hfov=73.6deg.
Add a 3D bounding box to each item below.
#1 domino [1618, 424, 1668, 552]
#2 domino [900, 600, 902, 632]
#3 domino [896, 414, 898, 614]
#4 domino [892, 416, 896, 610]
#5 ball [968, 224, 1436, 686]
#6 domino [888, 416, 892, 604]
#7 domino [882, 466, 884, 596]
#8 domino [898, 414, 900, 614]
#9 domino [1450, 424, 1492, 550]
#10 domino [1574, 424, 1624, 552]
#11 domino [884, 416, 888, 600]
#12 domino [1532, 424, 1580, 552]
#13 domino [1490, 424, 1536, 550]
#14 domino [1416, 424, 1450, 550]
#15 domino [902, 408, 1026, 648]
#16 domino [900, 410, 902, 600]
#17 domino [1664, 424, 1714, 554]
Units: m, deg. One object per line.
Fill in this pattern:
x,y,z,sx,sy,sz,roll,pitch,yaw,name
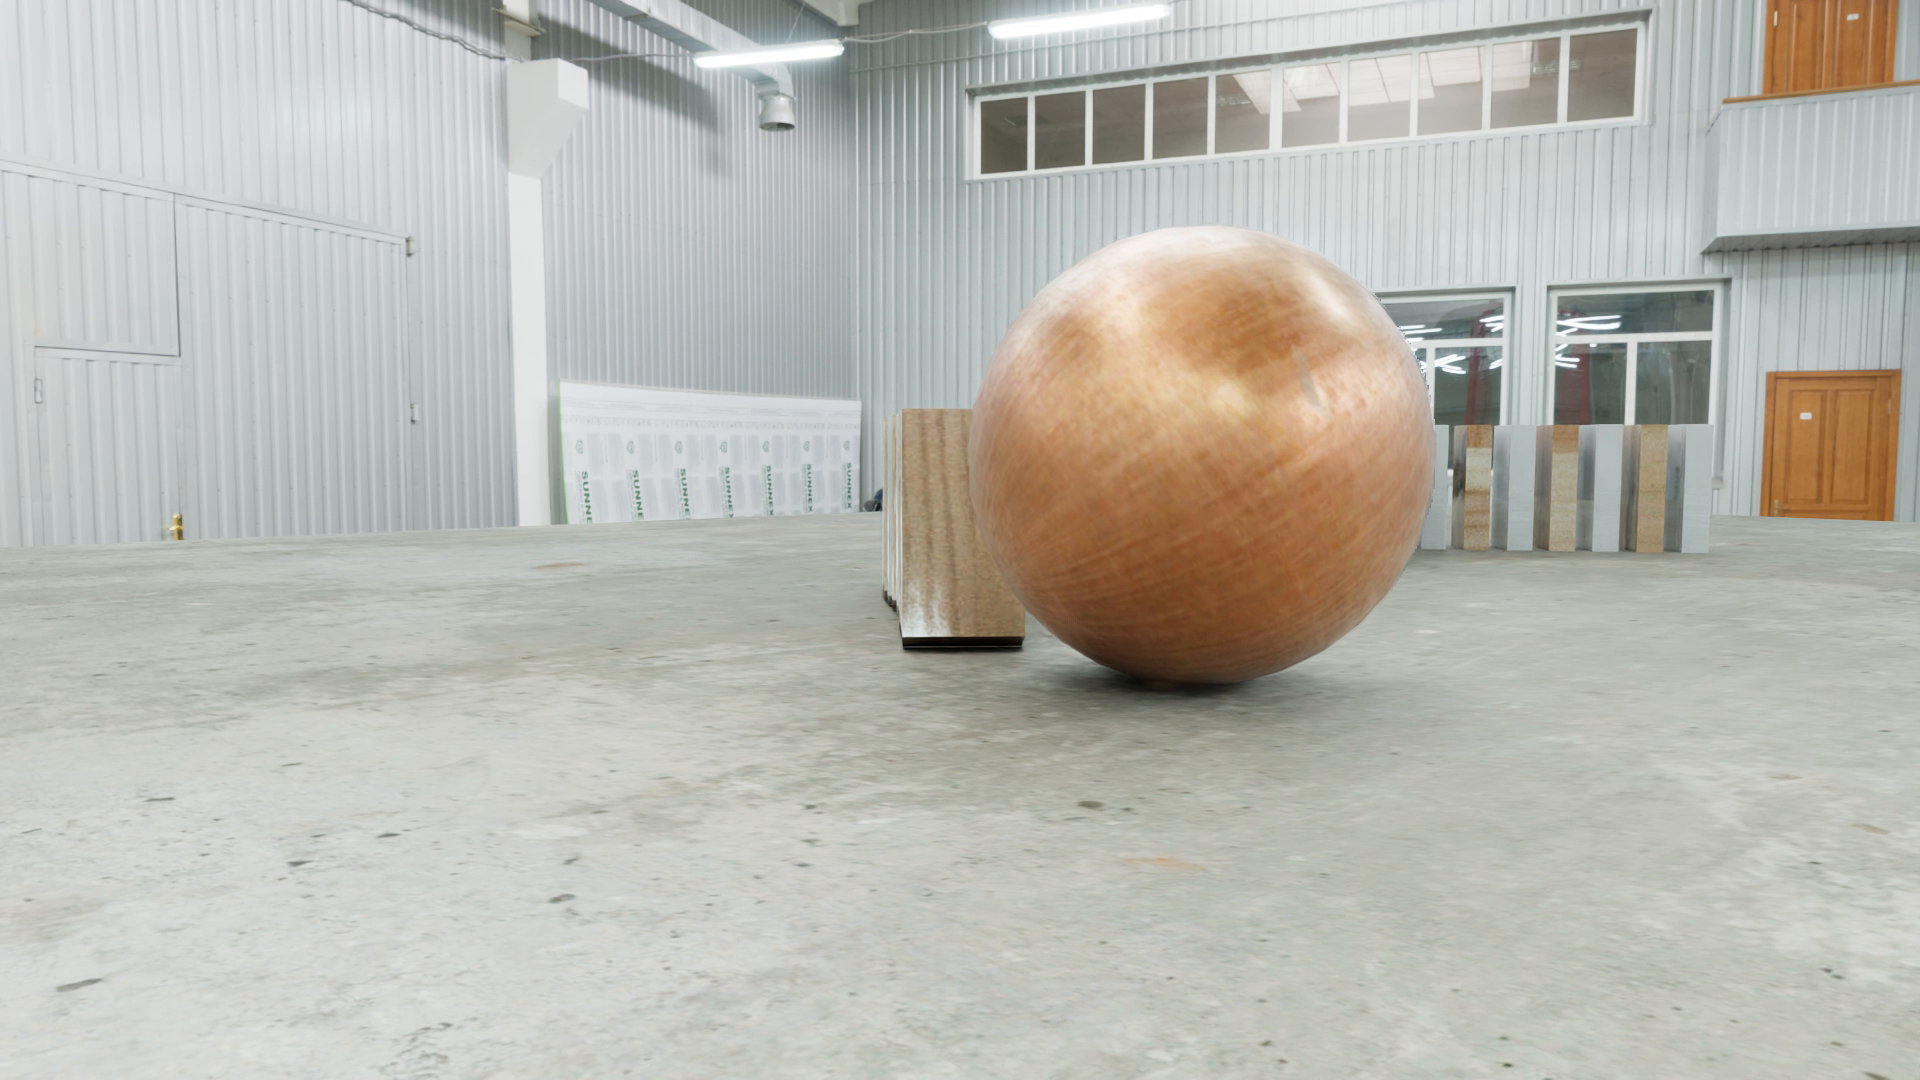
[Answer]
0.273,-0.021,0.513,0.009,0.050,0.025,1,4,11,domino
-0.001,-0.004,0.293,0.025,0.050,0.009,0,-17,-2,domino
-0.003,-0.007,0.323,0.025,0.050,0.009,0,-17,-2,domino
-0.005,-0.007,0.333,0.025,0.050,0.009,0,-17,-2,domino
0.041,-0.014,0.226,0.080,0.080,0.080,0,4,0,ball
-0.007,-0.008,0.343,0.025,0.050,0.010,0,-17,-2,domino
-0.009,-0.009,0.366,0.025,0.050,0.009,0,-22,-2,domino
-0.002,-0.006,0.313,0.025,0.050,0.009,0,-17,-2,domino
0.209,-0.022,0.524,0.009,0.050,0.025,1,4,10,domino
0.257,-0.021,0.516,0.010,0.050,0.025,1,4,11,domino
-0.008,-0.009,0.354,0.025,0.050,0.010,0,-18,-2,domino
0.241,-0.021,0.519,0.010,0.050,0.025,1,4,10,domino
0.225,-0.022,0.522,0.009,0.050,0.025,1,4,8,domino
0.193,-0.022,0.527,0.009,0.050,0.025,1,4,11,domino
0.000,-0.003,0.272,0.025,0.050,0.010,0,-17,-2,domino
0.000,-0.004,0.282,0.025,0.050,0.010,0,-17,-2,domino
0.289,-0.021,0.510,0.009,0.050,0.025,1,4,11,domino
